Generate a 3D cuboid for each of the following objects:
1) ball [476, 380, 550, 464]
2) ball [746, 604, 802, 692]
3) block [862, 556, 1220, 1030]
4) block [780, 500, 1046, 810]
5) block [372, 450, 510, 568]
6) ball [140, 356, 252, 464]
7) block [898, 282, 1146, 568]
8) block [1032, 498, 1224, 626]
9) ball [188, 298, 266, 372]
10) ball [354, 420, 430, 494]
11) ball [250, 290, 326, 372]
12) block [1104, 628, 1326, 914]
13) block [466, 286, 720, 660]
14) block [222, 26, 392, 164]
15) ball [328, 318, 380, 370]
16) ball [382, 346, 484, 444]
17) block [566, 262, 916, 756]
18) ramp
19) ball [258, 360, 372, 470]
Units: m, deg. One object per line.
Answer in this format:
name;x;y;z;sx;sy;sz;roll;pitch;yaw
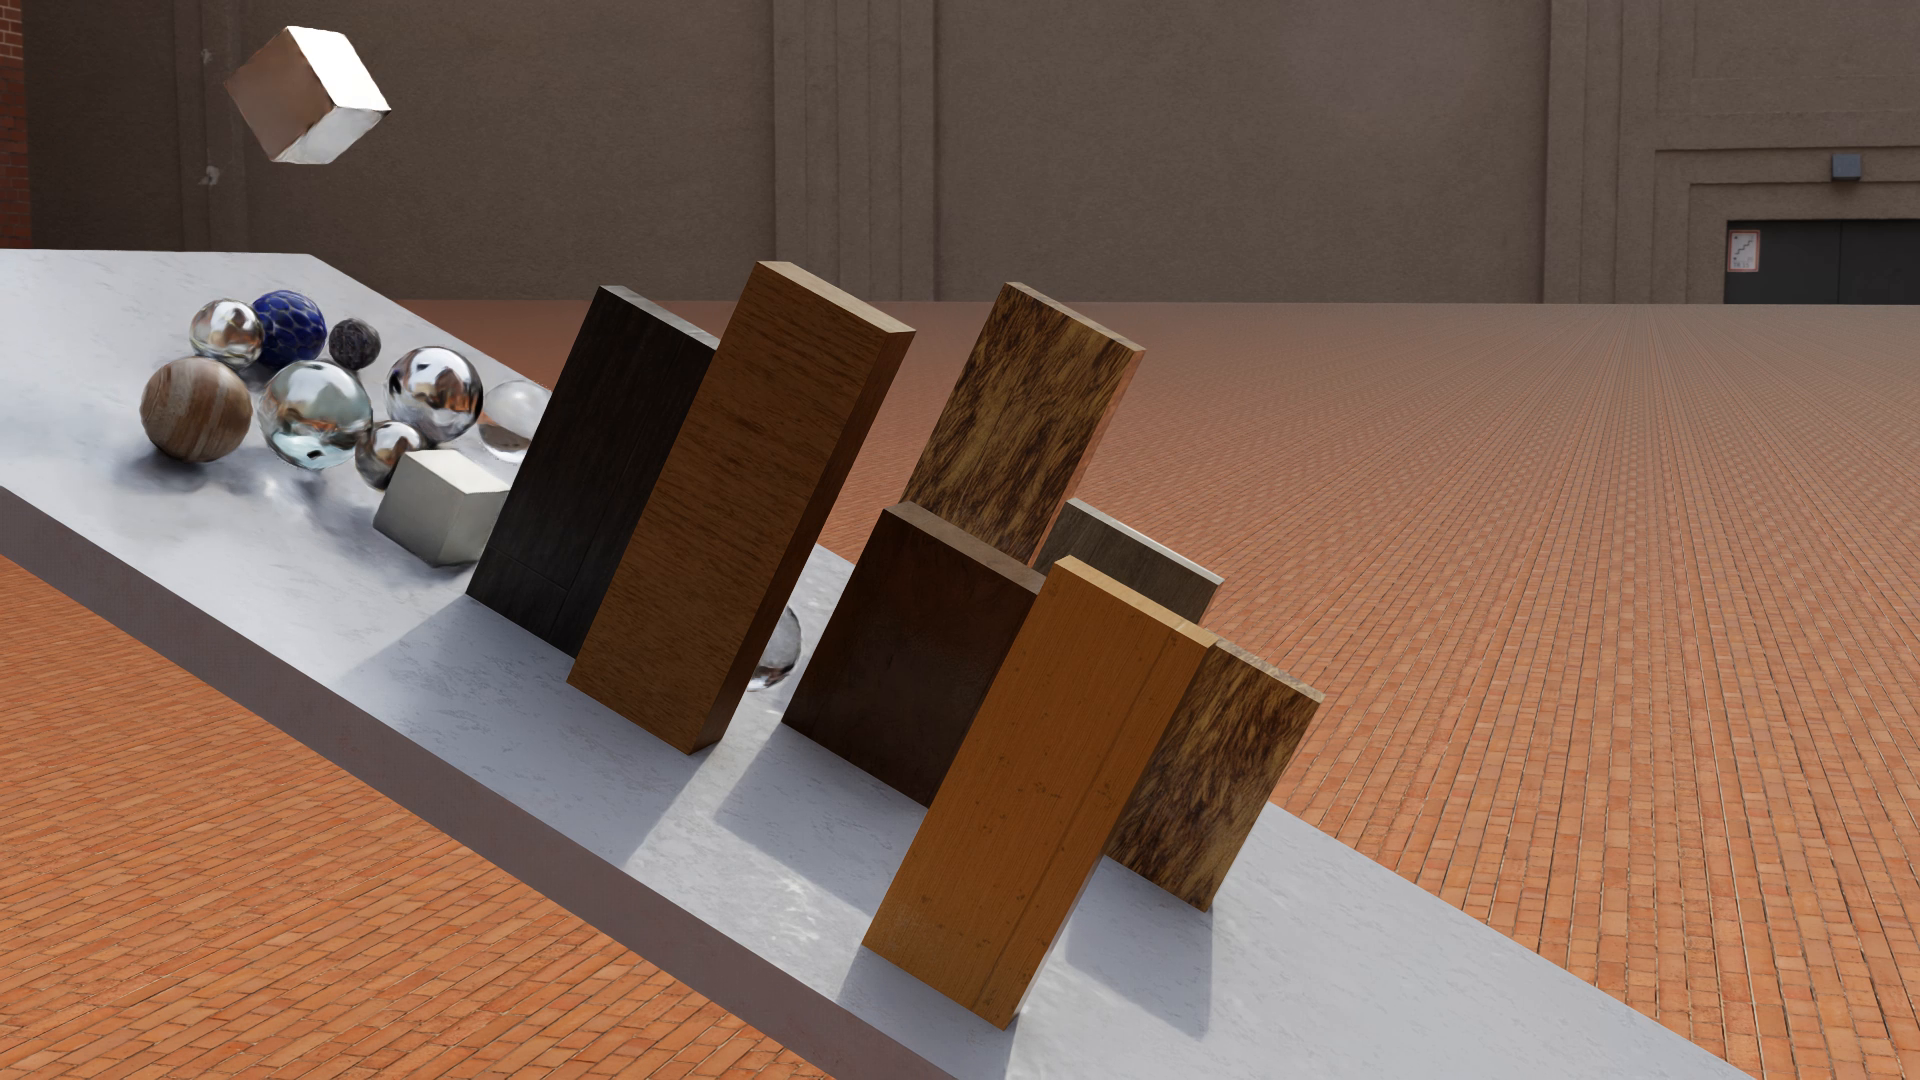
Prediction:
ball;-0.939;-0.251;4.679;0.177;0.177;0.177;0;7;0
ball;-0.385;0.185;4.064;0.187;0.187;0.187;0;7;0
block;0.114;0.377;3.265;0.252;0.664;0.091;29;14;12
block;-0.072;0.207;4.008;0.326;0.446;0.148;29;14;12
block;-0.942;-0.059;4.017;0.153;0.153;0.153;31;15;18
ball;-1.338;-0.228;3.853;0.187;0.187;0.187;0;7;0
block;0.090;-0.156;4.937;0.327;0.775;0.124;29;14;12
block;0.271;0.214;4.514;0.352;0.489;0.080;29;14;12
ball;-1.457;-0.406;4.376;0.146;0.146;0.146;0;7;0
ball;-1.048;-0.152;4.061;0.137;0.137;0.137;0;7;0
ball;-1.393;-0.431;4.536;0.167;0.167;0.167;0;7;0
block;0.460;0.432;4.122;0.255;0.459;0.084;29;14;12
block;-0.618;-0.110;3.842;0.271;0.607;0.090;29;14;12
block;-1.261;-0.857;4.254;0.182;0.182;0.182;-34;-4;20
ball;-1.316;-0.426;4.778;0.111;0.111;0.111;0;7;0
ball;-1.086;-0.299;4.536;0.202;0.202;0.202;0;7;0
block;-0.371;-0.052;3.685;0.252;0.794;0.143;29;14;12
ramp;-0.238;0.398;4.156;4.000;0.100;2.000;29;14;12
ball;-1.197;-0.233;4.085;0.206;0.206;0.206;0;7;0
